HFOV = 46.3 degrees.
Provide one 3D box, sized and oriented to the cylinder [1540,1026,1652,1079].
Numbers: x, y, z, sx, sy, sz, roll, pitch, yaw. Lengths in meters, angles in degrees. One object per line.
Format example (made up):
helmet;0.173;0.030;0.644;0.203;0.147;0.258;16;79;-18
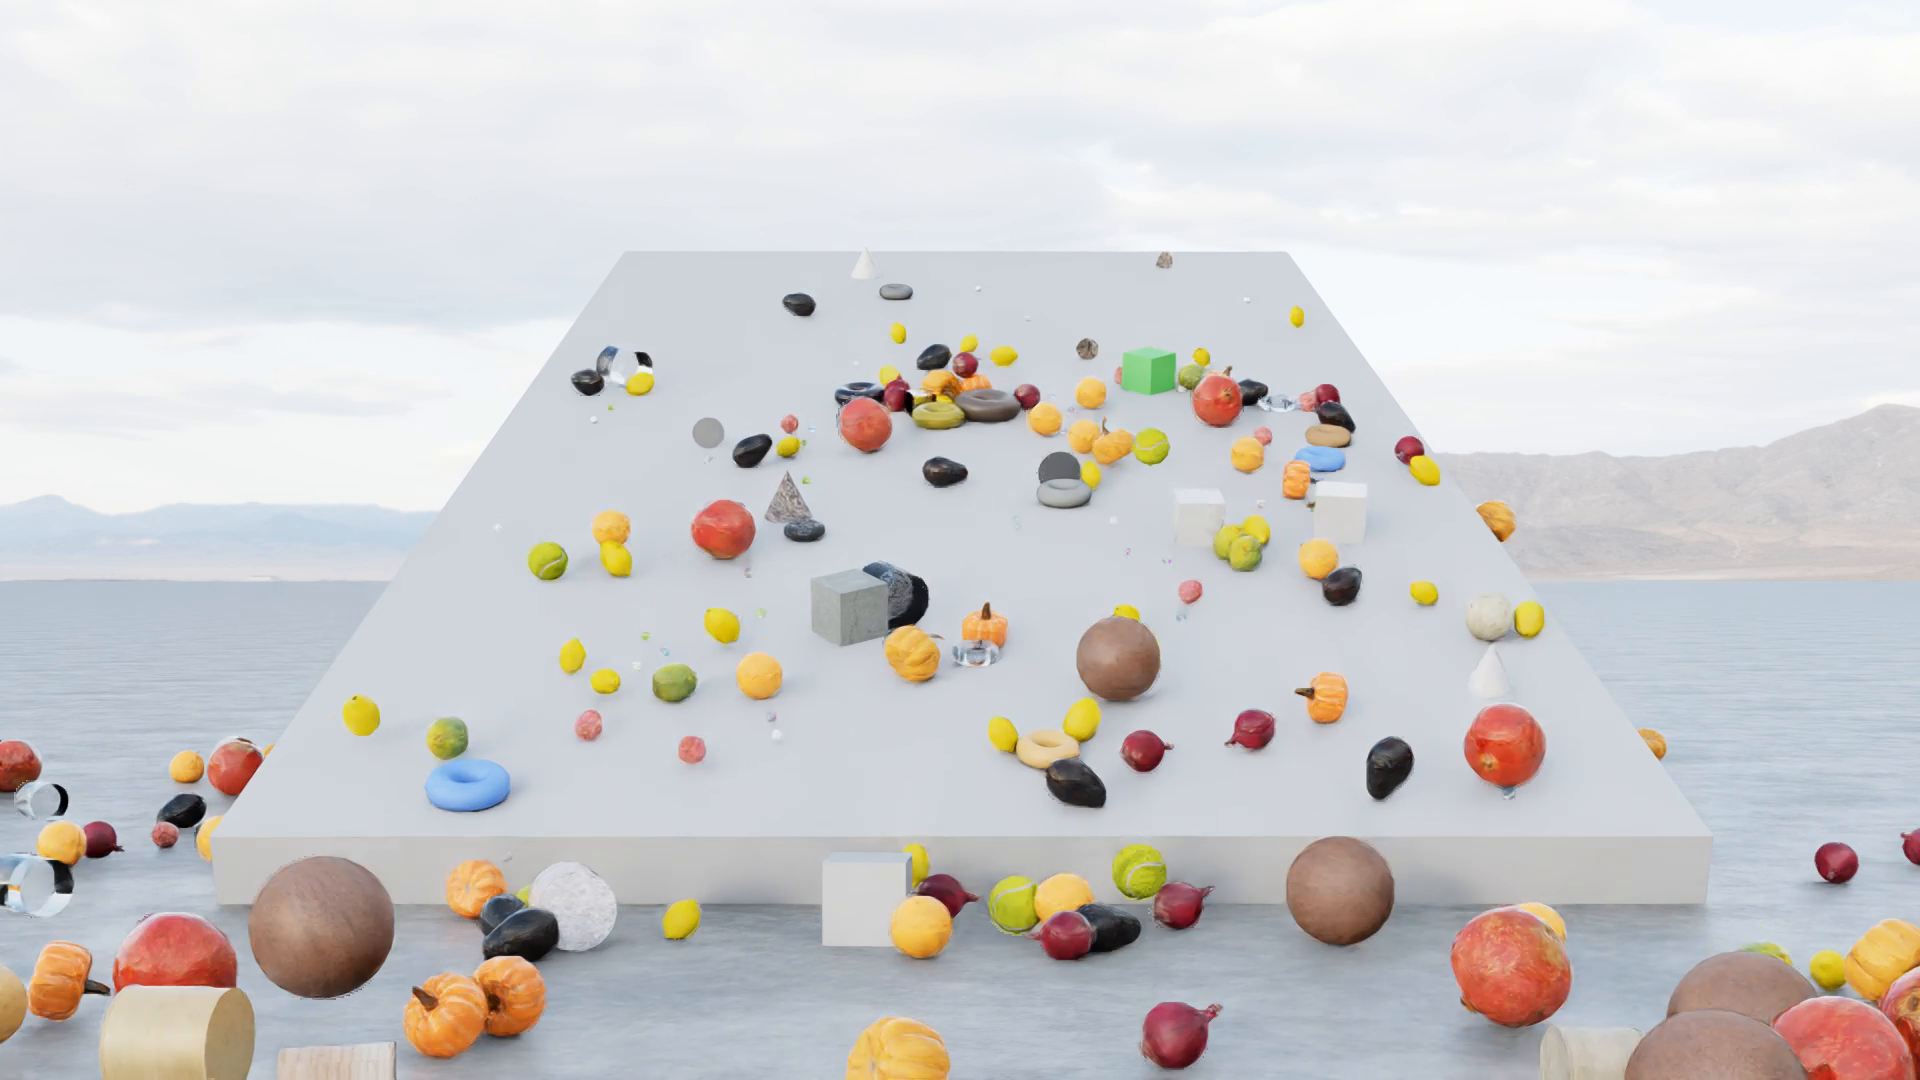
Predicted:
cylinder;0.522;0.435;1.843;0.069;0.069;0.069;2;-1;-5

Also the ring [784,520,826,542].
ring;-0.289;-0.018;4.176;0.079;0.026;0.079;-1;19;0

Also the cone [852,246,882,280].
cone;-0.269;-0.799;6.413;0.089;0.089;0.089;0;18;0

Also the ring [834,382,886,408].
ring;-0.227;-0.329;5.087;0.119;0.040;0.119;-1;19;0

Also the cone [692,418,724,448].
cone;-0.536;-0.222;4.778;0.067;0.067;0.067;0;-8;-8

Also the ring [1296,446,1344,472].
ring;0.740;-0.166;4.613;0.102;0.034;0.102;0;20;0

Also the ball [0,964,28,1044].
ball;-0.914;0.435;2.096;0.081;0.081;0.081;0;-1;0

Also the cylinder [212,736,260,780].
cylinder;-1.579;0.475;4.899;0.088;0.088;0.088;0;-1;-26

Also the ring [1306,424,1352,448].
ring;0.784;-0.221;4.778;0.098;0.033;0.098;1;18;0

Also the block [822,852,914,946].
block;-0.111;0.435;2.724;0.100;0.100;0.100;0;-1;4

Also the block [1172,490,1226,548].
block;0.441;-0.040;4.149;0.086;0.086;0.086;0;18;-1

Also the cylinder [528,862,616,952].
cylinder;-0.464;0.437;2.680;0.094;0.094;0.094;0;-1;-17

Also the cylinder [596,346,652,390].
cylinder;-0.780;-0.401;5.216;0.092;0.092;0.092;15;9;38

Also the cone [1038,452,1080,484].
cone;0.202;-0.128;4.488;0.085;0.085;0.085;0;-8;6

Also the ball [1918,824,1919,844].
ball;1.514;0.454;3.442;0.085;0.085;0.085;0;-1;0

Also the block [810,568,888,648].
block;-0.182;0.110;3.688;0.091;0.091;0.091;-13;22;-33

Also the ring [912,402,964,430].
ring;-0.048;-0.272;4.917;0.117;0.039;0.117;0;20;0

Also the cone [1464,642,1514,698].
cone;0.821;0.193;3.468;0.078;0.078;0.078;0;18;0

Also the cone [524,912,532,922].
cone;-0.536;0.462;2.883;0.050;0.050;0.050;0;-1;0

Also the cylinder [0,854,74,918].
cylinder;-1.208;0.449;2.918;0.076;0.076;0.076;1;0;37

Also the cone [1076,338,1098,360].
cone;0.312;-0.463;5.513;0.053;0.053;0.053;0;-8;-1

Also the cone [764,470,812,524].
cone;-0.329;-0.089;4.283;0.093;0.093;0.093;0;18;0

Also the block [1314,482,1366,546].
block;0.707;-0.050;4.172;0.092;0.092;0.092;3;19;10

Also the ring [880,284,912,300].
ring;-0.175;-0.681;6.153;0.094;0.031;0.094;1;20;0

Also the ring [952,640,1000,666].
ring;0.025;0.180;3.584;0.078;0.026;0.078;1;18;0

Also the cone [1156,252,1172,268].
cone;0.586;-0.810;6.554;0.051;0.051;0.051;0;-18;-29

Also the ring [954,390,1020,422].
ring;0.061;-0.299;4.981;0.148;0.049;0.148;3;18;-1

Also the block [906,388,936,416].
block;-0.085;-0.302;4.986;0.052;0.052;0.052;-7;20;-21

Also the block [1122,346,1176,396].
block;0.438;-0.392;5.204;0.087;0.087;0.087;-17;25;-42

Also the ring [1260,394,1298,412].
ring;0.715;-0.308;5.046;0.087;0.029;0.087;1;17;0

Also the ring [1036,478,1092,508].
ring;0.204;-0.092;4.383;0.109;0.036;0.109;-1;18;0

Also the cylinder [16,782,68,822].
cylinder;-1.654;0.471;4.045;0.068;0.068;0.068;1;-2;-43

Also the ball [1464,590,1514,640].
ball;0.865;0.124;3.669;0.081;0.081;0.081;0;-1;0

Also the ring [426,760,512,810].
ring;-0.677;0.337;3.091;0.116;0.039;0.116;1;19;0

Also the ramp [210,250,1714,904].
ramp;-0.004;-0.192;4.896;2.000;0.100;4.000;0;18;0

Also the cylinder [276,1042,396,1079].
cylinder;-0.473;0.427;1.707;0.084;0.084;0.084;0;-1;-12

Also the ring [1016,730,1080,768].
ring;0.126;0.300;3.217;0.094;0.031;0.094;1;18;0
